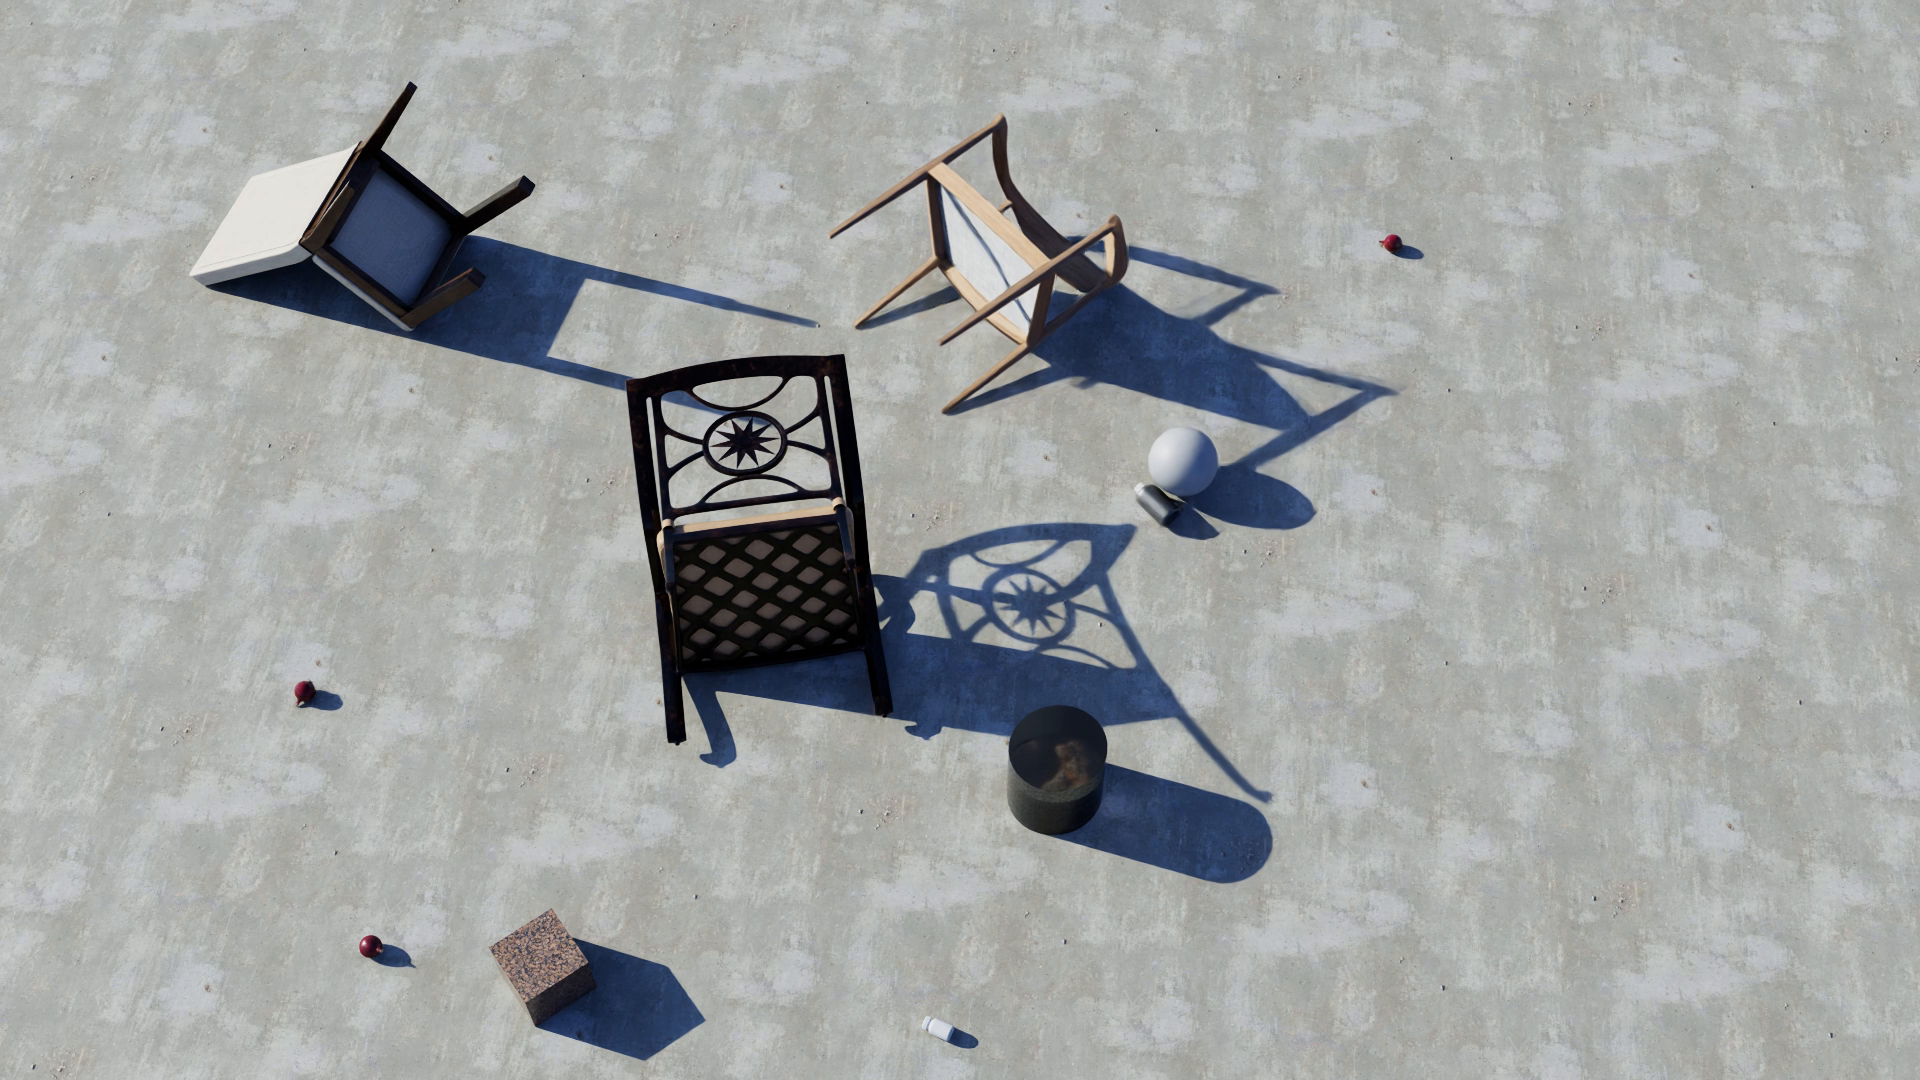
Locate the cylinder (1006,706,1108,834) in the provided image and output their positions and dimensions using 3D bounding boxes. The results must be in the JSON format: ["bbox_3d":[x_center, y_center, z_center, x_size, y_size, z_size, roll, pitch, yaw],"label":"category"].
[{"bbox_3d":[0.263,0.629,5.996,0.272,0.259,0.257,-32,62,-19],"label":"cylinder"}]

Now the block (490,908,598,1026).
[{"bbox_3d":[-1.085,1.114,5.727,0.187,0.165,0.187,-31,62,-19],"label":"block"}]

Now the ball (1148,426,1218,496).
[{"bbox_3d":[0.671,-0.237,6.606,0.210,0.210,0.210,0,56,0],"label":"ball"}]
